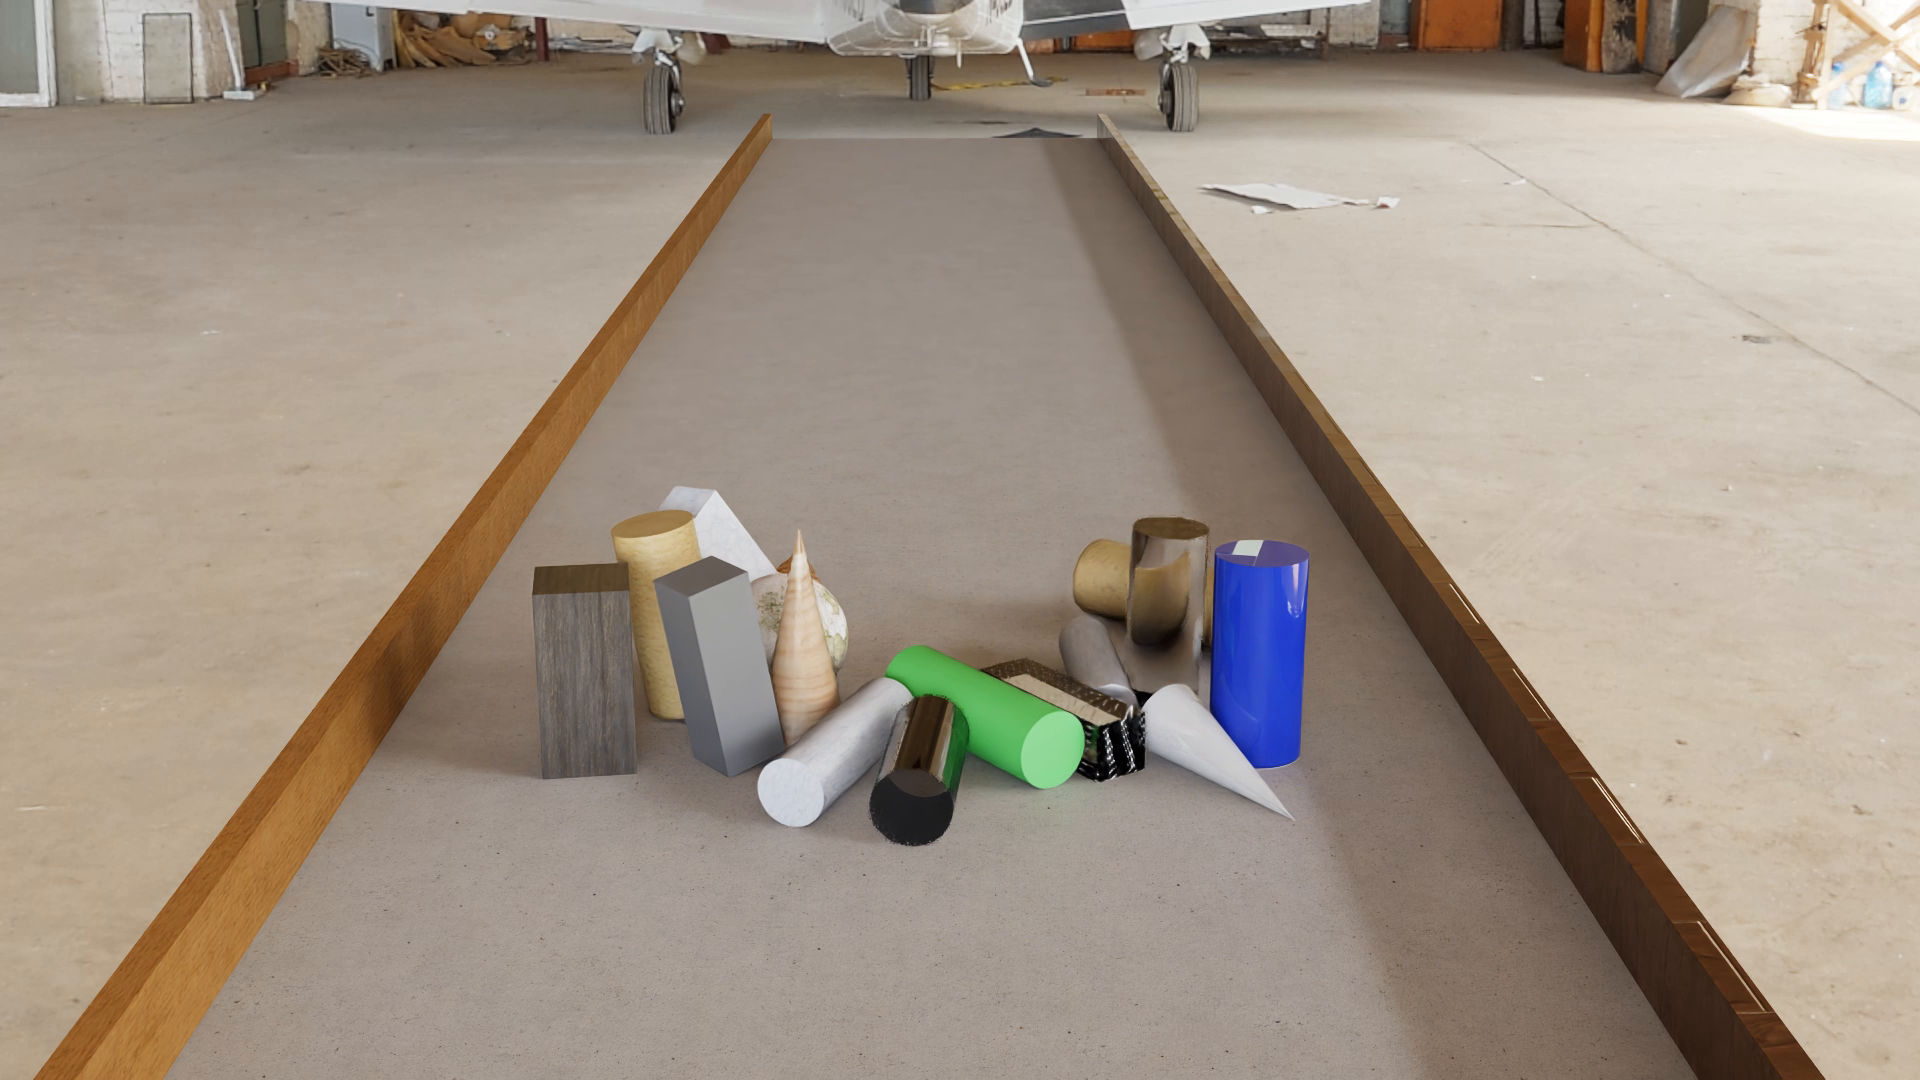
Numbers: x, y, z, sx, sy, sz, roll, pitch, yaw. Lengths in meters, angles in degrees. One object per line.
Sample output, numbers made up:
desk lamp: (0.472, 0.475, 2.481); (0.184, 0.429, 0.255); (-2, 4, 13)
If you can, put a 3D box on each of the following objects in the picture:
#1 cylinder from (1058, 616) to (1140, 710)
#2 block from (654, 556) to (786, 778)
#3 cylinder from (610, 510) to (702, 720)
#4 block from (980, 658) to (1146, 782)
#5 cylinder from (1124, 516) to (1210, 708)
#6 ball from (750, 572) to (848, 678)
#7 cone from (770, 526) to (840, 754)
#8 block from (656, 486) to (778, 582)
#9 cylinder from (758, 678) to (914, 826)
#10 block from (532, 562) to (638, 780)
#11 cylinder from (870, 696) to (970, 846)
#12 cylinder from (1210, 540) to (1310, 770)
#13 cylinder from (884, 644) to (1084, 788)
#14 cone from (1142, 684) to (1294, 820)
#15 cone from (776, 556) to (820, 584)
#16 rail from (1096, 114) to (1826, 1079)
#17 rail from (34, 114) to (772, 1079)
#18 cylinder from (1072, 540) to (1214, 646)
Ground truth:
cylinder: (0.261, 0.255, 4.186); (0.102, 0.102, 0.400); (-1, 16, -4)
block: (-0.419, 0.221, 3.839); (0.120, 0.351, 0.120); (-24, 27, -31)
cylinder: (-0.539, 0.139, 4.098); (0.154, 0.359, 0.154); (-8, 18, 3)
block: (0.180, 0.320, 3.963); (0.106, 0.106, 0.351); (-11, 20, -33)
cylinder: (0.388, 0.139, 4.158); (0.145, 0.338, 0.145); (2, 17, -1)
ball: (-0.335, 0.185, 4.173); (0.246, 0.246, 0.246); (0, 17, 0)
cone: (-0.284, 0.166, 3.931); (0.166, 0.410, 0.166); (0, 21, 0)
block: (-0.447, 0.072, 4.298); (0.114, 0.390, 0.114); (7, 53, 41)
cylinder: (-0.206, 0.361, 3.803); (0.120, 0.120, 0.413); (6, 18, 20)
block: (-0.658, 0.228, 3.867); (0.163, 0.337, 0.163); (-3, 17, -8)
cylinder: (-0.065, 0.384, 3.698); (0.136, 0.136, 0.331); (1, 17, 5)
cylinder: (0.528, 0.202, 3.895); (0.164, 0.372, 0.164); (0, 17, 0)
cylinder: (0.037, 0.311, 3.937); (0.139, 0.139, 0.423); (-12, 20, -34)
cone: (0.464, 0.392, 3.790); (0.136, 0.136, 0.363); (-10, 30, -31)
cone: (-0.444, 0.160, 4.543); (0.311, 0.171, 0.171); (-23, 23, -17)
rail: (0.932, -0.844, 7.801); (0.050, 0.150, 12.000); (0, 17, -1)
rail: (-1.118, -0.838, 7.780); (0.050, 0.150, 12.000); (0, 17, -1)
cylinder: (0.454, 0.119, 4.546); (0.444, 0.160, 0.160); (15, 22, 40)
